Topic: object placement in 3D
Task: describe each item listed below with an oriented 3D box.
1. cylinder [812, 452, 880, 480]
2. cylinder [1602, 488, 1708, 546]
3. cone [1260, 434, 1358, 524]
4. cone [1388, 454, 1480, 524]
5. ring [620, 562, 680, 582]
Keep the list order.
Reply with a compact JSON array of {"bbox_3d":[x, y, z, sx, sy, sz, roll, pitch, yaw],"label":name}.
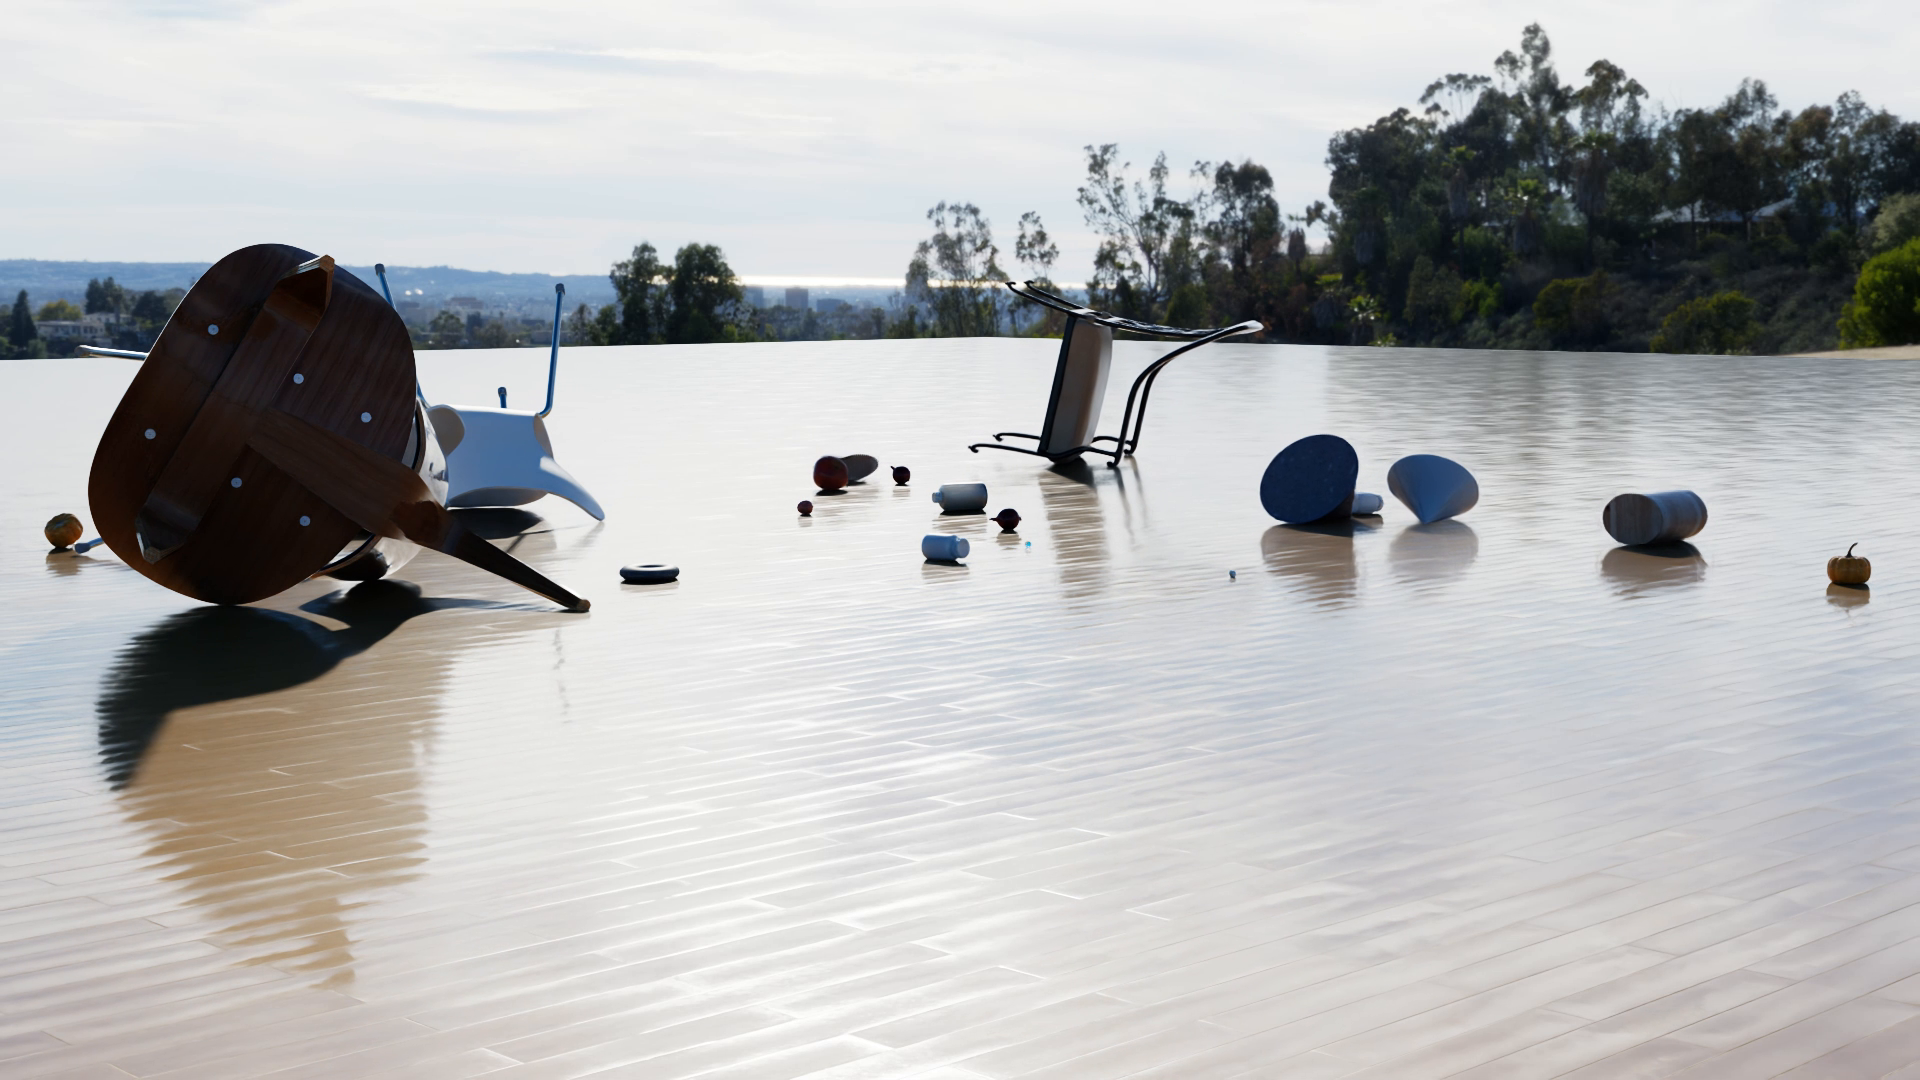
[{"bbox_3d":[-0.371,-0.241,8.338,0.176,0.083,0.151,-10,9,-22],"label":"cylinder"},{"bbox_3d":[1.722,-0.059,6.355,0.211,0.129,0.168,-6,6,-43],"label":"cylinder"},{"bbox_3d":[1.001,-0.113,6.945,0.314,0.273,0.219,2,-26,45],"label":"cone"},{"bbox_3d":[1.256,-0.094,6.877,0.252,0.208,0.170,18,42,5],"label":"cone"},{"bbox_3d":[-0.677,0.070,5.596,0.130,0.029,0.171,1,6,6],"label":"ring"}]
